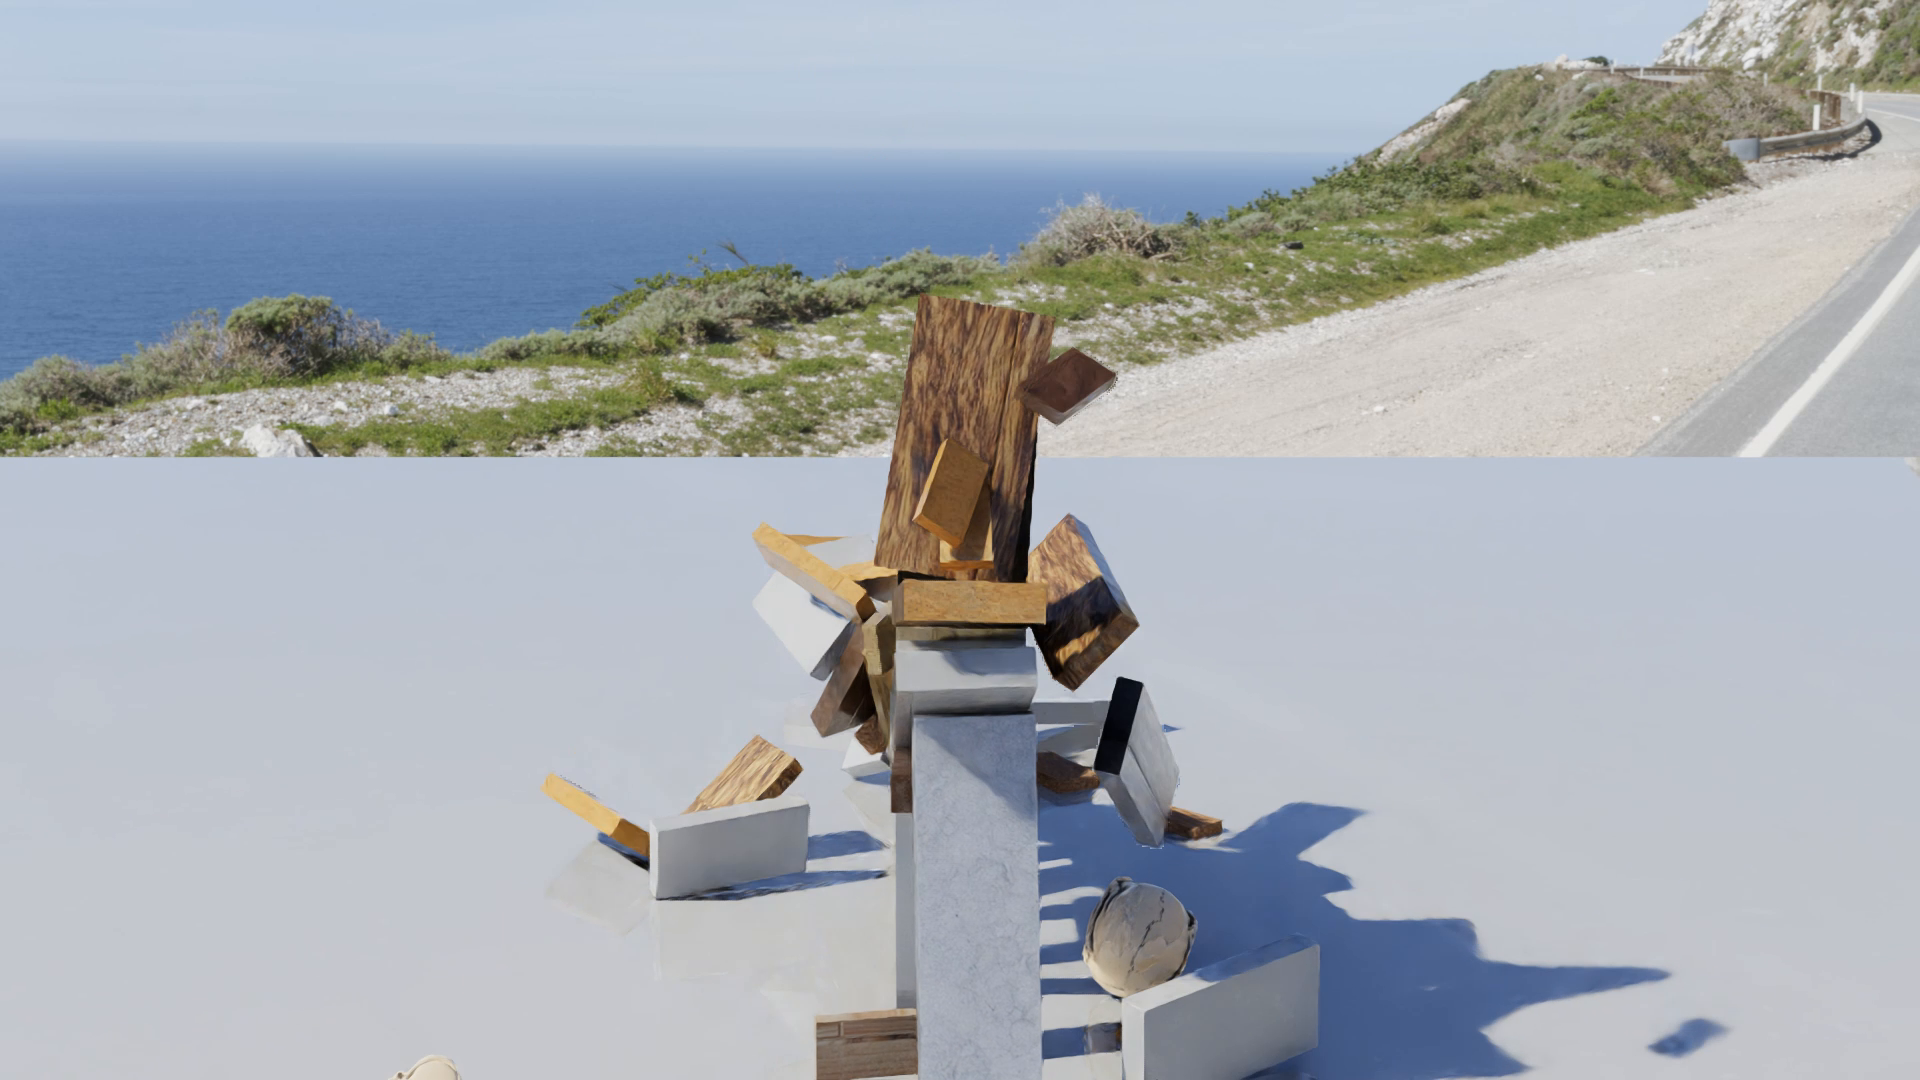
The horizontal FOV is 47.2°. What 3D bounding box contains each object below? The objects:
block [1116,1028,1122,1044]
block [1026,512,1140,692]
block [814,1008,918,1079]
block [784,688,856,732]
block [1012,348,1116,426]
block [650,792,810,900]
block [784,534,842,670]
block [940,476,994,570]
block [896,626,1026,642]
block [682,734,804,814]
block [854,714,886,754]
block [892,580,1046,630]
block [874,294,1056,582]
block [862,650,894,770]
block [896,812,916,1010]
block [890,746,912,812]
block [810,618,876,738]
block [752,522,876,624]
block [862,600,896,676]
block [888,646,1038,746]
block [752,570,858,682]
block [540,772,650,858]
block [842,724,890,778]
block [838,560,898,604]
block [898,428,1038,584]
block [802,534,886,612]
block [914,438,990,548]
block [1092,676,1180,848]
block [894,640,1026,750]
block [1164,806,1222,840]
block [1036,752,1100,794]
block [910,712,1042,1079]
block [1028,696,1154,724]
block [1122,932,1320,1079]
[{"bbox_3d":[0.292,0.693,3.062,0.132,0.019,0.066,6,12,29],"label":"block"},{"bbox_3d":[0.159,0.086,3.153,0.039,0.136,0.272,35,17,-30],"label":"block"},{"bbox_3d":[-0.111,0.679,2.960,0.169,0.085,0.024,-2,11,-11],"label":"block"},{"bbox_3d":[-0.203,0.371,4.725,0.315,0.045,0.157,5,11,23],"label":"block"},{"bbox_3d":[0.128,-0.187,2.671,0.067,0.019,0.133,34,39,16],"label":"block"},{"bbox_3d":[-0.385,0.512,3.678,0.266,0.133,0.038,-8,28,-25],"label":"block"},{"bbox_3d":[-0.236,0.116,4.149,0.157,0.045,0.315,3,42,-22],"label":"block"},{"bbox_3d":[0.006,-0.022,2.806,0.066,0.019,0.132,-2,54,-1],"label":"block"},{"bbox_3d":[-0.002,0.195,3.349,0.179,0.051,0.651,0,-9,-1],"label":"block"},{"bbox_3d":[-0.395,0.457,3.842,0.239,0.034,0.120,-47,41,-17],"label":"block"},{"bbox_3d":[-0.055,0.315,4.167,0.049,0.171,0.343,49,18,15],"label":"block"},{"bbox_3d":[0.006,0.085,2.830,0.173,0.049,0.346,2,-4,-4],"label":"block"},{"bbox_3d":[0.005,-0.128,2.878,0.179,0.358,0.051,10,0,-2],"label":"block"},{"bbox_3d":[-0.062,0.295,3.951,0.171,0.390,0.049,-25,52,-12],"label":"block"},{"bbox_3d":[0.002,0.535,2.998,0.177,0.354,0.050,0,10,0],"label":"block"},{"bbox_3d":[0.000,0.311,3.007,0.177,0.050,0.354,0,5,0],"label":"block"},{"bbox_3d":[-0.142,0.231,3.977,0.171,0.049,0.343,-17,-26,-31],"label":"block"},{"bbox_3d":[-0.254,0.065,3.871,0.239,0.034,0.120,33,-16,22],"label":"block"},{"bbox_3d":[-0.107,0.148,3.576,0.024,0.086,0.172,1,19,23],"label":"block"},{"bbox_3d":[-0.001,0.207,2.851,0.173,0.049,0.346,-2,-16,-4],"label":"block"},{"bbox_3d":[-0.278,0.135,4.018,0.038,0.133,0.266,32,8,-39],"label":"block"},{"bbox_3d":[-0.621,0.490,3.863,0.131,0.037,0.262,38,-12,-39],"label":"block"},{"bbox_3d":[-0.141,0.337,4.326,0.037,0.262,0.131,35,-32,-26],"label":"block"},{"bbox_3d":[-0.106,0.070,3.835,0.120,0.034,0.239,21,-16,-29],"label":"block"},{"bbox_3d":[0.006,-0.028,3.032,0.179,0.358,0.051,1,37,-2],"label":"block"},{"bbox_3d":[-0.194,0.104,4.089,0.133,0.038,0.265,-12,47,-15],"label":"block"},{"bbox_3d":[-0.011,-0.061,2.785,0.066,0.132,0.019,33,-40,-17],"label":"block"},{"bbox_3d":[0.282,0.359,3.429,0.039,0.136,0.734,13,-13,13],"label":"block"},{"bbox_3d":[-0.007,0.226,3.124,0.173,0.049,0.442,1,-18,-2],"label":"block"},{"bbox_3d":[0.398,0.514,4.022,0.074,0.021,0.148,-10,14,-43],"label":"block"},{"bbox_3d":[0.186,0.456,4.320,0.092,0.026,0.184,-6,12,-28],"label":"block"},{"bbox_3d":[0.022,0.484,2.802,0.154,0.524,0.044,-1,1,-7],"label":"block"},{"bbox_3d":[0.148,0.353,4.560,0.529,0.045,0.157,2,-1,-36],"label":"block"},{"bbox_3d":[0.348,0.640,2.910,0.309,0.154,0.044,-12,19,-34],"label":"block"}]
